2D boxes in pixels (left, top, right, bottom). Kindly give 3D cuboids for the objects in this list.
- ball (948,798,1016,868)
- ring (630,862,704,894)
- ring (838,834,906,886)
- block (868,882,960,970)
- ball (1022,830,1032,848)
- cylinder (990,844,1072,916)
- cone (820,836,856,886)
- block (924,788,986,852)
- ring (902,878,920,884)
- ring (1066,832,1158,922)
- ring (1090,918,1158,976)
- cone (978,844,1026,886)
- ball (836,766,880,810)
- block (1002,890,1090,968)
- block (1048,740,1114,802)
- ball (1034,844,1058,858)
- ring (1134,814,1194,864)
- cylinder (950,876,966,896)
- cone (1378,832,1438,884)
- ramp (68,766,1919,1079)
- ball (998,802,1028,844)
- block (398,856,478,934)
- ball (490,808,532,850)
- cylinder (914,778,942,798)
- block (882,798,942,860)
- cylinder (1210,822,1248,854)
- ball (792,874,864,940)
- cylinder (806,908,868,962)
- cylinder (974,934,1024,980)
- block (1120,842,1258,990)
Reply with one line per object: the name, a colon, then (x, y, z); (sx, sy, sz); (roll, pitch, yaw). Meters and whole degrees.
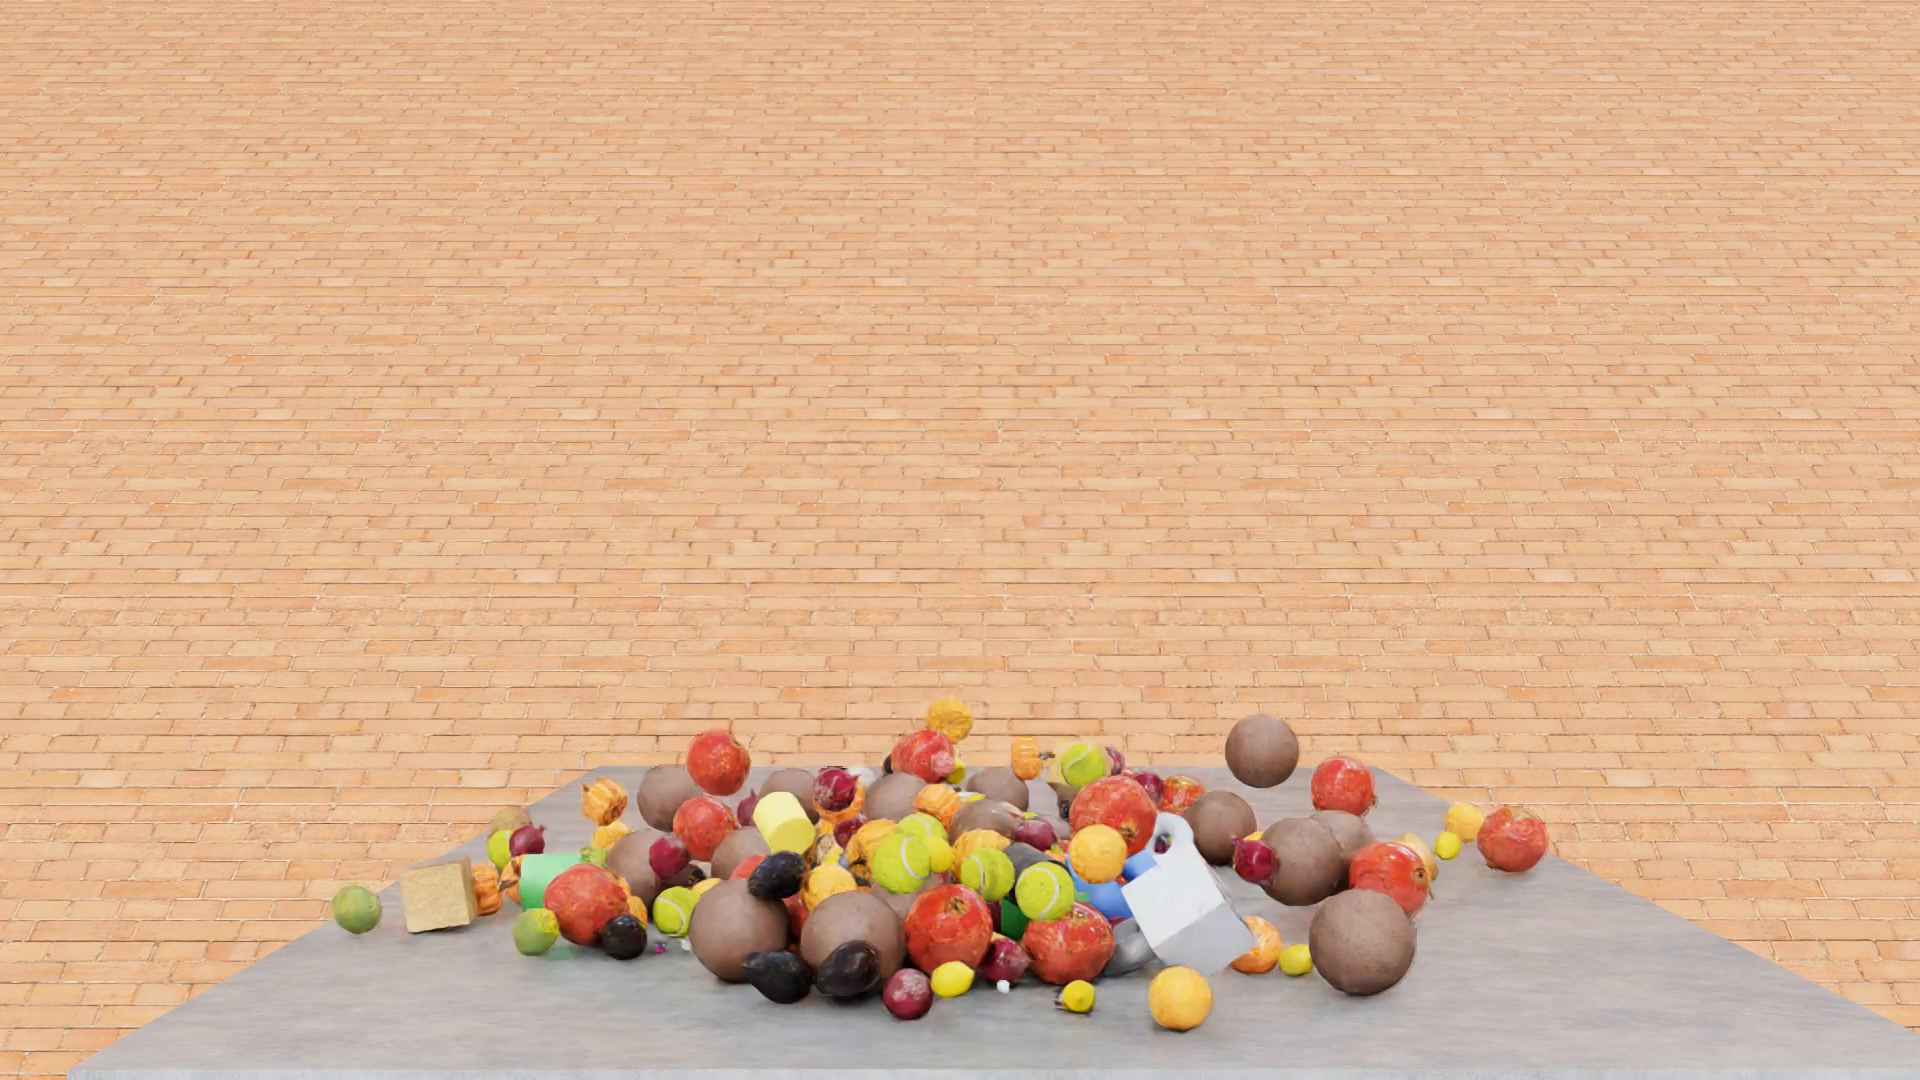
ball: (0.030, 0.401, 3.536); (0.095, 0.095, 0.095); (0, 31, 0)
ring: (-0.470, 0.543, 4.155); (0.122, 0.041, 0.122); (-1, -1, 0)
ring: (-0.126, 0.460, 3.725); (0.103, 0.034, 0.103); (-12, 26, 6)
block: (-0.061, 0.505, 3.398); (0.099, 0.099, 0.099); (0, -2, -13)
ball: (0.092, 0.532, 4.607); (0.069, 0.069, 0.069); (0, 31, 0)
cylinder: (0.092, 0.439, 3.348); (0.077, 0.077, 0.077); (-21, 18, -31)
cone: (-0.203, 0.541, 4.192); (0.097, 0.097, 0.097); (12, 19, 20)
block: (-0.007, 0.433, 3.981); (0.076, 0.076, 0.076); (6, 12, 11)
ring: (-0.059, 0.512, 3.583); (0.030, 0.090, 0.090); (-13, 33, -10)
ring: (0.211, 0.455, 3.504); (0.145, 0.048, 0.145); (19, 35, -14)
ring: (0.224, 0.516, 3.321); (0.126, 0.042, 0.126); (-26, 5, 3)
cone: (0.062, 0.472, 3.631); (0.077, 0.077, 0.077); (-11, 33, -7)
ball: (-0.182, 0.439, 4.584); (0.077, 0.077, 0.077); (0, 31, 0)
block: (0.113, 0.512, 3.419); (0.087, 0.087, 0.087); (-1, 1, 26)
block: (0.213, 0.409, 4.580); (0.082, 0.082, 0.082); (0, 62, 25)
ball: (0.139, 0.537, 4.339); (0.055, 0.055, 0.055); (0, 31, 0)
ring: (0.320, 0.480, 4.078); (0.104, 0.035, 0.104); (-16, 57, 26)
cylinder: (0.016, 0.531, 4.063); (0.057, 0.057, 0.057); (2, 31, 5)
cone: (0.722, 0.543, 4.262); (0.091, 0.091, 0.091); (-29, 40, -22)
ramp: (0.070, 0.617, 4.695); (2.000, 0.100, 4.000); (0, 0, 0)
ball: (0.068, 0.496, 4.452); (0.094, 0.094, 0.094); (0, 31, 0)
block: (-0.748, 0.509, 3.723); (0.087, 0.087, 0.087); (-9, 0, -2)
ball: (-0.823, 0.529, 4.755); (0.077, 0.077, 0.077); (0, 31, 0)
cylinder: (-0.059, 0.529, 5.338); (0.055, 0.055, 0.055); (-27, 34, 1)
block: (-0.085, 0.517, 4.647); (0.098, 0.098, 0.098); (0, 0, 8)
cylinder: (0.485, 0.536, 4.668); (0.054, 0.054, 0.054); (-5, 28, 21)
ball: (-0.181, 0.508, 3.544); (0.100, 0.100, 0.100); (0, 31, 0)
cylinder: (-0.162, 0.522, 3.427); (0.069, 0.069, 0.069); (0, 31, 8)
cylinder: (0.049, 0.528, 3.287); (0.053, 0.053, 0.053); (-9, -1, -14)
block: (0.266, 0.436, 3.003); (0.099, 0.099, 0.099); (-34, 41, 5)
